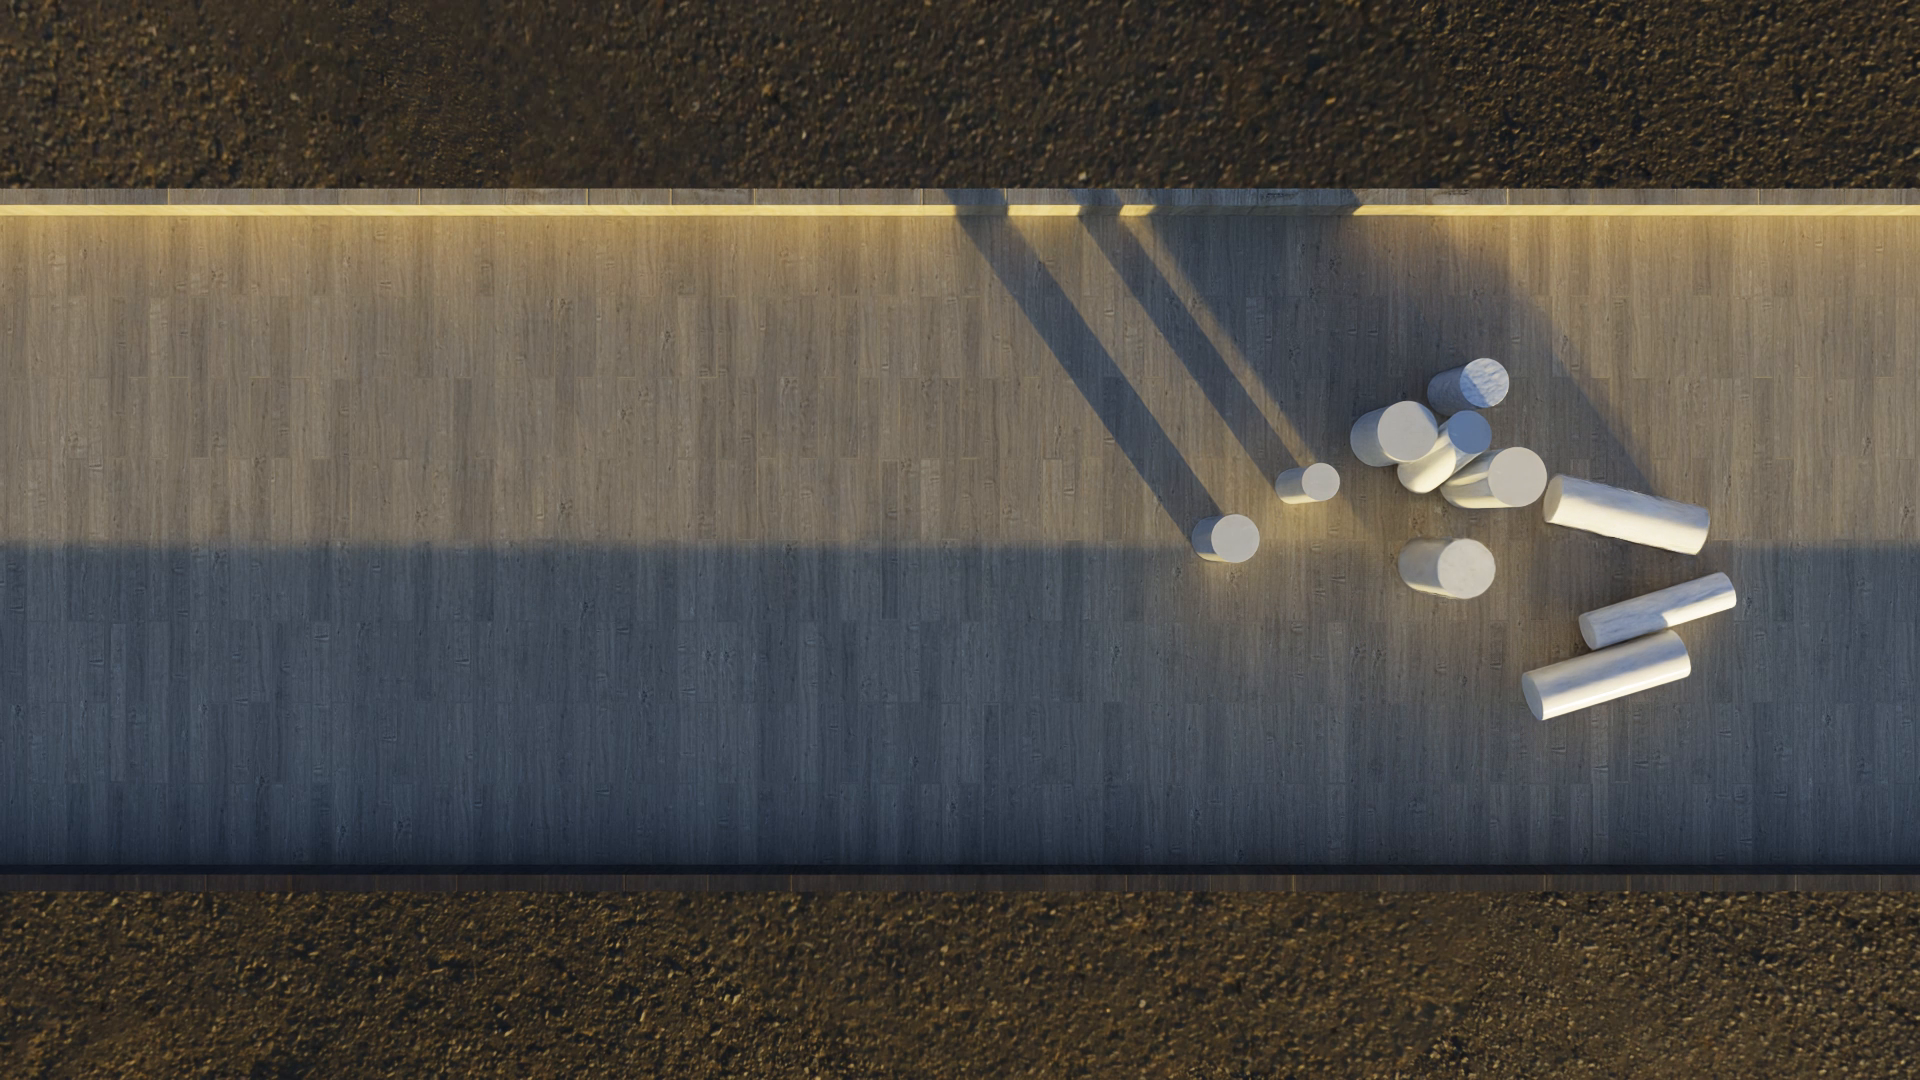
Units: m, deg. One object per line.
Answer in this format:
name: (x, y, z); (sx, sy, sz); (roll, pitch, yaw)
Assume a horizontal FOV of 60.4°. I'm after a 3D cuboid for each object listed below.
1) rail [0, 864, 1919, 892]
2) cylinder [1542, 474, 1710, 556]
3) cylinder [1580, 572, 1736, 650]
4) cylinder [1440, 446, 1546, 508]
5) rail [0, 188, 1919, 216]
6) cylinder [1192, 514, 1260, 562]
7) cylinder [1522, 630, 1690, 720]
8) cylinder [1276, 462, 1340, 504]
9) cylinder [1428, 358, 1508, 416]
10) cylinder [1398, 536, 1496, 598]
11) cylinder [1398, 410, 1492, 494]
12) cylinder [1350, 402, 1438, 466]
rail: (-2.247, 1.025, 5.001); (12.000, 0.150, 0.050); (0, 90, 0)
cylinder: (2.017, -0.076, 5.003); (0.449, 0.147, 0.147); (13, 90, 0)
cylinder: (2.121, 0.215, 5.020); (0.439, 0.114, 0.114); (-17, 90, 0)
cylinder: (1.565, -0.180, 4.864); (0.169, 0.420, 0.169); (0, 90, -2)
rail: (-2.247, -1.025, 5.002); (12.000, 0.150, 0.050); (0, 90, 0)
cylinder: (0.781, -0.004, 4.877); (0.137, 0.400, 0.137); (0, 90, 0)
cylinder: (1.956, 0.409, 5.001); (0.458, 0.150, 0.150); (-17, 90, 0)
cylinder: (1.024, -0.165, 4.880); (0.108, 0.394, 0.108); (0, 90, 0)
cylinder: (1.509, -0.453, 4.910); (0.142, 0.333, 0.142); (0, 90, 0)
cylinder: (1.441, 0.077, 4.901); (0.171, 0.340, 0.171); (0, 92, -4)
cylinder: (1.431, -0.257, 4.886); (0.134, 0.357, 0.134); (3, 73, -8)
cylinder: (1.287, -0.312, 4.906); (0.174, 0.339, 0.174); (0, 90, 0)
